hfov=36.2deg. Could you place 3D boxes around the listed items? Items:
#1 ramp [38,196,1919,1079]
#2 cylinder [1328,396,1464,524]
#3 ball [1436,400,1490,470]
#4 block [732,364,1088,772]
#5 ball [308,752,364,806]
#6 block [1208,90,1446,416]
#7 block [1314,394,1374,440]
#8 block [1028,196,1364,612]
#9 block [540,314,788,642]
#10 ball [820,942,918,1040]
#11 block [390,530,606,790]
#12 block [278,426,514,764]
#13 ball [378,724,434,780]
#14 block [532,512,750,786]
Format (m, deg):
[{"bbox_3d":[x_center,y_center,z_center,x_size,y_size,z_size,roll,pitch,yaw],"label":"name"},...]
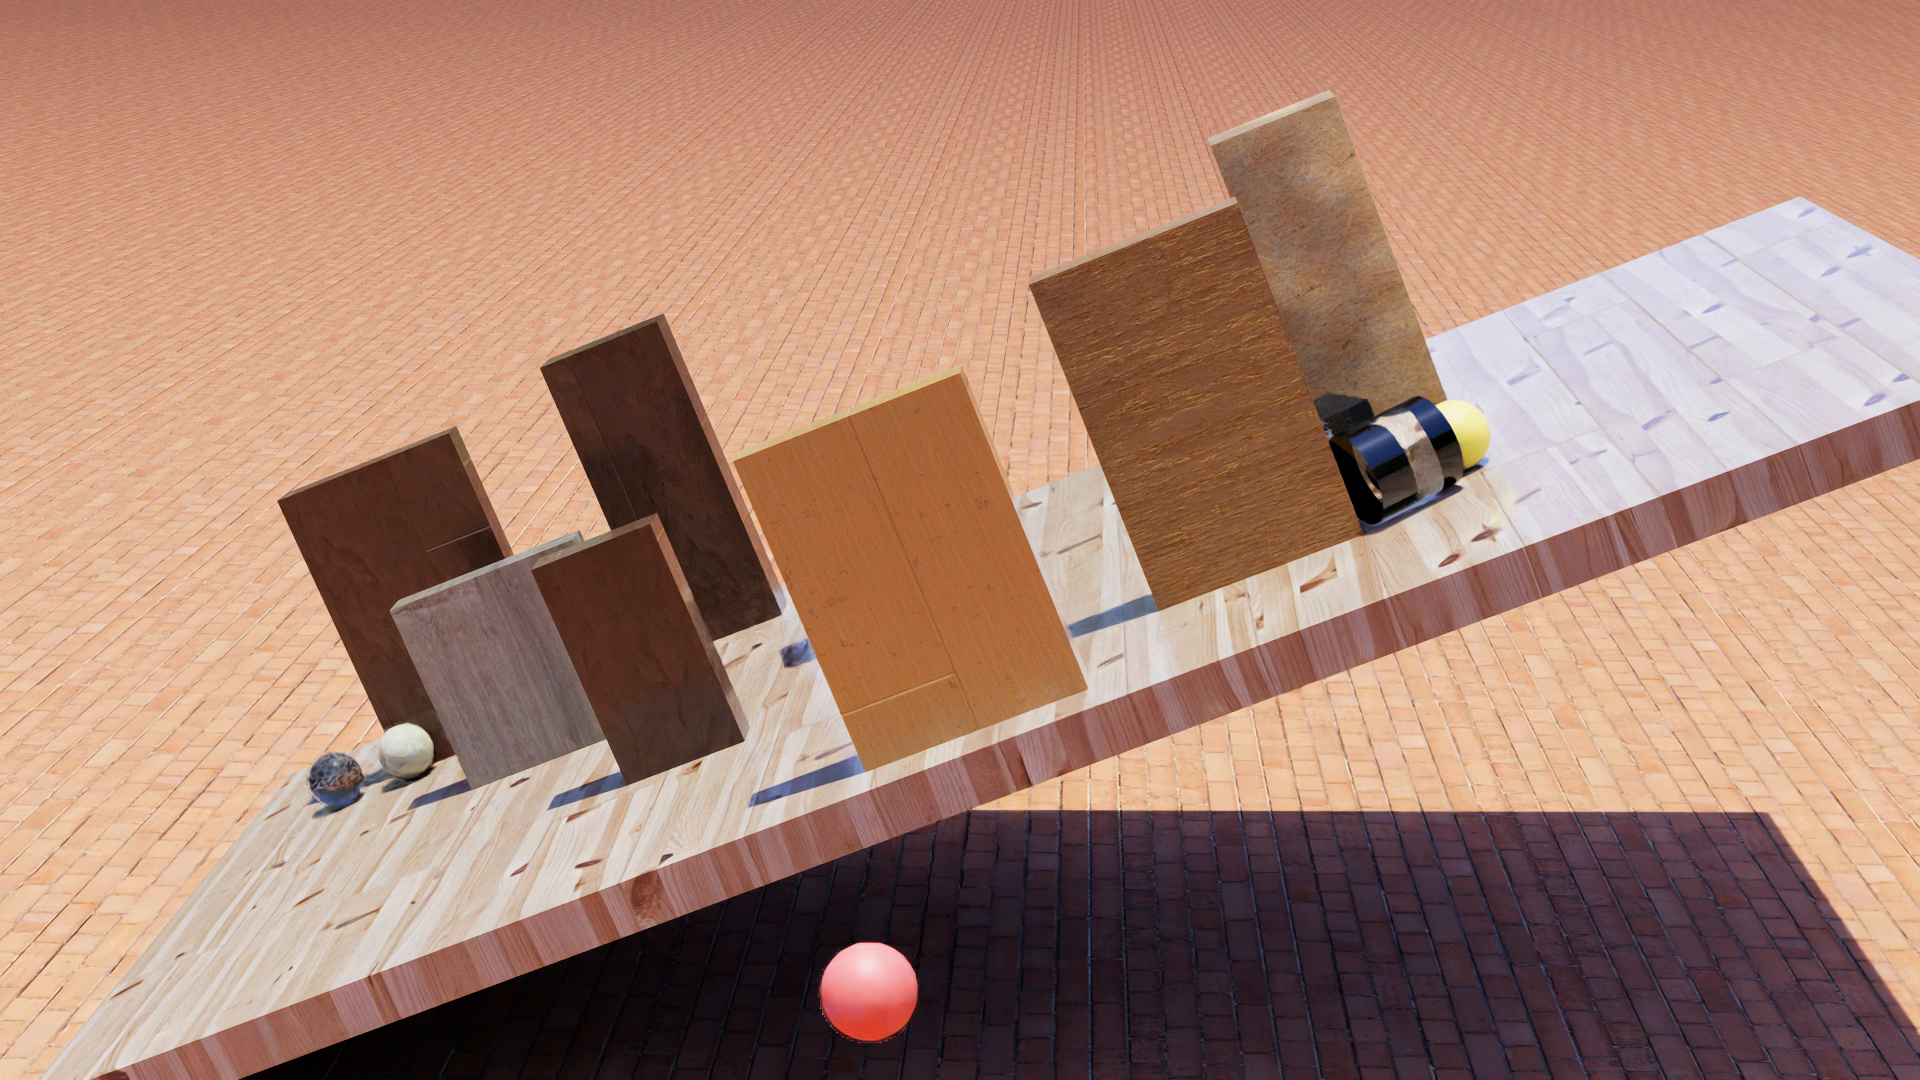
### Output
[{"bbox_3d":[0.124,0.173,6.291,4.000,0.100,2.000,-21,12,7],"label":"ramp"},{"bbox_3d":[0.846,-0.155,5.725,0.190,0.190,0.190,-26,22,-16],"label":"cylinder"},{"bbox_3d":[0.980,-0.207,5.826,0.141,0.141,0.141,0,14,0],"label":"ball"},{"bbox_3d":[-0.086,0.056,5.407,0.444,0.635,0.084,-21,12,7],"label":"block"},{"bbox_3d":[-1.467,0.562,6.917,0.126,0.126,0.126,0,14,0],"label":"ball"},{"bbox_3d":[0.772,-0.514,6.052,0.266,0.759,0.147,-21,12,7],"label":"block"},{"bbox_3d":[0.729,-0.158,5.921,0.201,0.201,0.201,-25,12,-12],"label":"block"},{"bbox_3d":[0.457,-0.259,5.673,0.423,0.689,0.096,-21,12,7],"label":"block"},{"bbox_3d":[-0.702,-0.126,7.010,0.300,0.761,0.119,-21,12,7],"label":"block"},{"bbox_3d":[-0.156,0.780,5.082,0.169,0.169,0.169,0,14,0],"label":"ball"},{"bbox_3d":[-0.963,0.267,6.523,0.442,0.445,0.090,-21,12,7],"label":"block"},{"bbox_3d":[-1.246,0.145,6.915,0.441,0.715,0.085,-21,12,7],"label":"block"},{"bbox_3d":[-1.298,0.495,6.892,0.131,0.131,0.131,0,14,0],"label":"ball"},{"bbox_3d":[-0.653,0.225,6.035,0.264,0.492,0.098,-21,12,7],"label":"block"}]
